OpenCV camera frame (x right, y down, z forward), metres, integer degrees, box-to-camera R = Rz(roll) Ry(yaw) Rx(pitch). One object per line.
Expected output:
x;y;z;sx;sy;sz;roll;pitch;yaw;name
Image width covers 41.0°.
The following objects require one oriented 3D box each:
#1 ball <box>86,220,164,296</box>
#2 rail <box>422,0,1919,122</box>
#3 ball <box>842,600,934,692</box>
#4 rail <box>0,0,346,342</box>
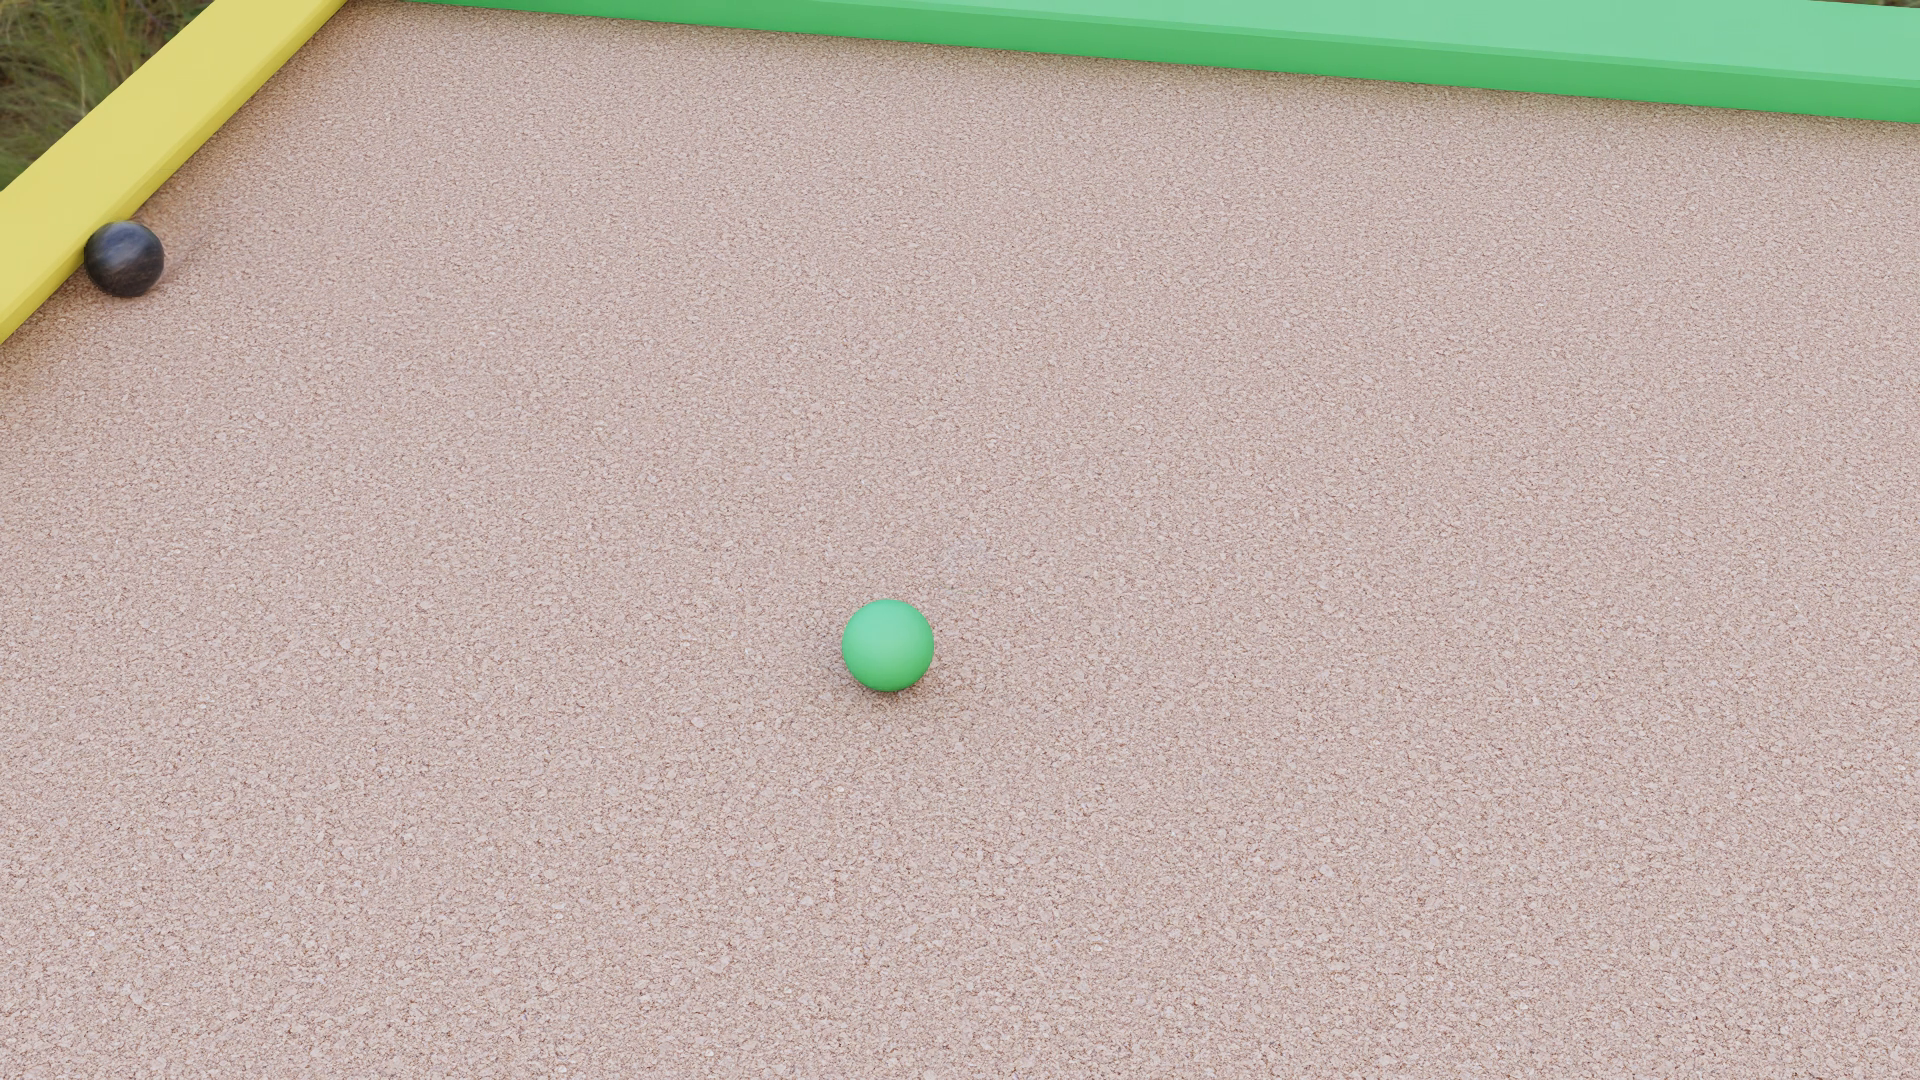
-0.749;-0.253;2.301;0.068;0.068;0.068;0;34;0;ball
1.060;-0.452;2.544;3.568;0.120;0.045;6;35;9;rail
-0.051;0.075;1.825;0.066;0.066;0.066;0;34;0;ball
-0.852;-0.121;2.061;0.045;0.120;1.942;6;35;9;rail
